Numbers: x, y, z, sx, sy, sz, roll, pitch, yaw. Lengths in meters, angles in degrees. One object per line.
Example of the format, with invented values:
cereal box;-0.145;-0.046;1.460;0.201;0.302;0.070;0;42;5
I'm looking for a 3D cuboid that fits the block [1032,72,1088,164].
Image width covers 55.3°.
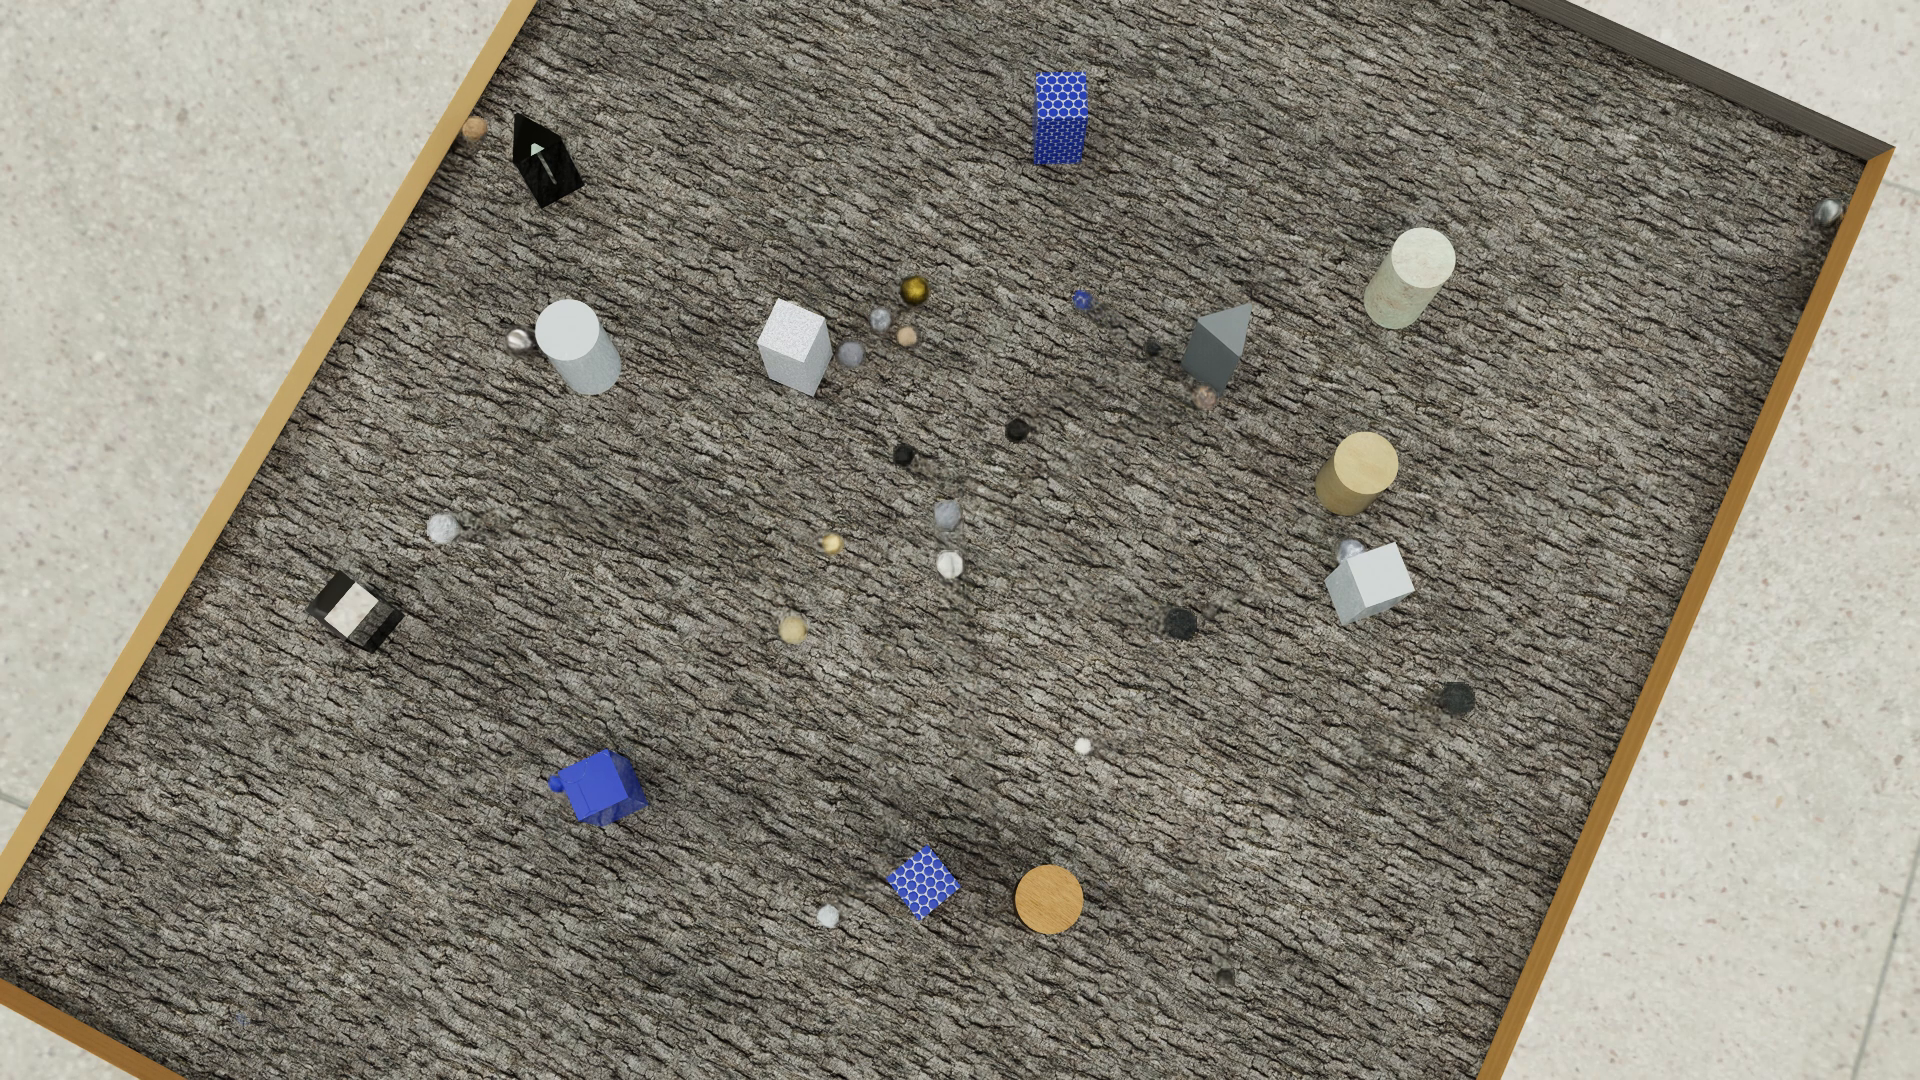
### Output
block;0.309;-1.312;5.714;0.150;0.340;0.150;-2;78;0

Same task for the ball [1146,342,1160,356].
ball;0.600;-0.595;5.716;0.045;0.045;0.045;0;78;0

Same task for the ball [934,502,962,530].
ball;-0.037;-0.072;5.588;0.085;0.085;0.085;0;78;0

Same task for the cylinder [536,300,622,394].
cylinder;-1.153;-0.580;5.553;0.188;0.359;0.188;0;78;0

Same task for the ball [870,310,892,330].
ball;-0.246;-0.687;5.724;0.067;0.067;0.067;0;78;0

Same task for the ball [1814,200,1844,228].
ball;2.743;-1.030;5.784;0.088;0.088;0.088;0;78;0

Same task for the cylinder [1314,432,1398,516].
cylinder;1.188;-0.195;5.505;0.188;0.298;0.188;0;78;0

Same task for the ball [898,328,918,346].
ball;-0.164;-0.633;5.716;0.061;0.061;0.061;0;78;0

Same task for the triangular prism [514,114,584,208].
triangular prism;-1.302;-1.191;5.683;0.163;0.353;0.141;-30;80;-6

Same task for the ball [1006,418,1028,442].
ball;0.177;-0.338;5.650;0.071;0.071;0.071;0;78;0

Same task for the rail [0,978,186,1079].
rail;-1.078;2.118;5.115;4.132;0.122;0.045;26;80;5

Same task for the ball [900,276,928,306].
ball;-0.143;-0.779;5.731;0.091;0.091;0.091;0;78;0

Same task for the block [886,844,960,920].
block;-0.103;0.990;5.286;0.150;0.247;0.150;-39;81;-7

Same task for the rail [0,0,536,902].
rail;-1.827;-0.888;5.737;0.045;0.122;4.869;26;80;5

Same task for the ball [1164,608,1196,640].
ball;0.661;0.253;5.517;0.092;0.092;0.092;0;78;0

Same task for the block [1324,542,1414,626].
block;1.206;0.133;5.418;0.150;0.334;0.150;-19;79;-4

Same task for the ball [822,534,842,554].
ball;-0.391;0.011;5.582;0.063;0.063;0.063;0;78;0

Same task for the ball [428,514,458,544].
ball;-1.573;-0.035;5.578;0.090;0.090;0.090;0;78;0

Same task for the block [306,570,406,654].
block;-1.790;0.216;5.436;0.150;0.266;0.150;37;81;7

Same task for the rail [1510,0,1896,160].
rail;1.078;-2.105;5.988;4.132;0.122;0.045;26;80;5

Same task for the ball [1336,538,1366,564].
ball;1.185;0.041;5.563;0.089;0.089;0.089;0;78;0

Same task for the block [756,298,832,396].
block;-0.496;-0.579;5.554;0.150;0.357;0.150;23;79;5

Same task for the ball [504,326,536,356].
ball;-1.368;-0.617;5.697;0.092;0.092;0.092;0;78;0

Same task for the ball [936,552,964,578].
ball;-0.030;0.076;5.559;0.082;0.082;0.082;0;78;0

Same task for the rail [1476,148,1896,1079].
rail;1.827;0.901;5.367;0.045;0.122;4.869;26;80;5

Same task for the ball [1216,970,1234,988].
ball;0.769;1.274;5.327;0.051;0.051;0.051;0;78;0

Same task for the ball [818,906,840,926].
ball;-0.383;1.099;5.358;0.062;0.062;0.062;0;78;0

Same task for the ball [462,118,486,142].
ball;-1.552;-1.310;5.851;0.072;0.072;0.072;0;78;0

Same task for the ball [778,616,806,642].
ball;-0.505;0.269;5.519;0.082;0.082;0.082;0;78;0

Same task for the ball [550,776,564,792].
ball;-1.194;0.725;5.440;0.051;0.051;0.051;0;78;0

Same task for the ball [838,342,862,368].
ball;-0.342;-0.576;5.695;0.079;0.079;0.079;0;78;0

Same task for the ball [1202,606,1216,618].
ball;0.756;0.218;5.551;0.041;0.041;0.041;0;78;0

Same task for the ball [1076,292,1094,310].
ball;0.389;-0.749;5.742;0.058;0.058;0.058;0;78;0

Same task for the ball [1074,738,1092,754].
ball;0.367;0.613;5.465;0.048;0.048;0.048;0;78;0

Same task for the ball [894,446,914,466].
ball;-0.172;-0.259;5.638;0.063;0.063;0.063;0;78;0

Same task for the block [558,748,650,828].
block;-1.025;0.719;5.288;0.150;0.351;0.150;-25;79;-5

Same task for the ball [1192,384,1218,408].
ball;0.757;-0.443;5.658;0.075;0.075;0.075;0;78;0

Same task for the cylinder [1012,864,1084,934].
cylinder;0.247;1.028;5.232;0.188;0.337;0.188;0;78;0

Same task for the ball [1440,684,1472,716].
ball;1.482;0.476;5.470;0.094;0.094;0.094;0;78;0

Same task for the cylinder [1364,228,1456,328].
cylinder;1.366;-0.793;5.586;0.188;0.381;0.188;0;78;0

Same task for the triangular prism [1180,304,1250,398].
triangular prism;0.796;-0.590;5.517;0.163;0.435;0.141;43;81;8
